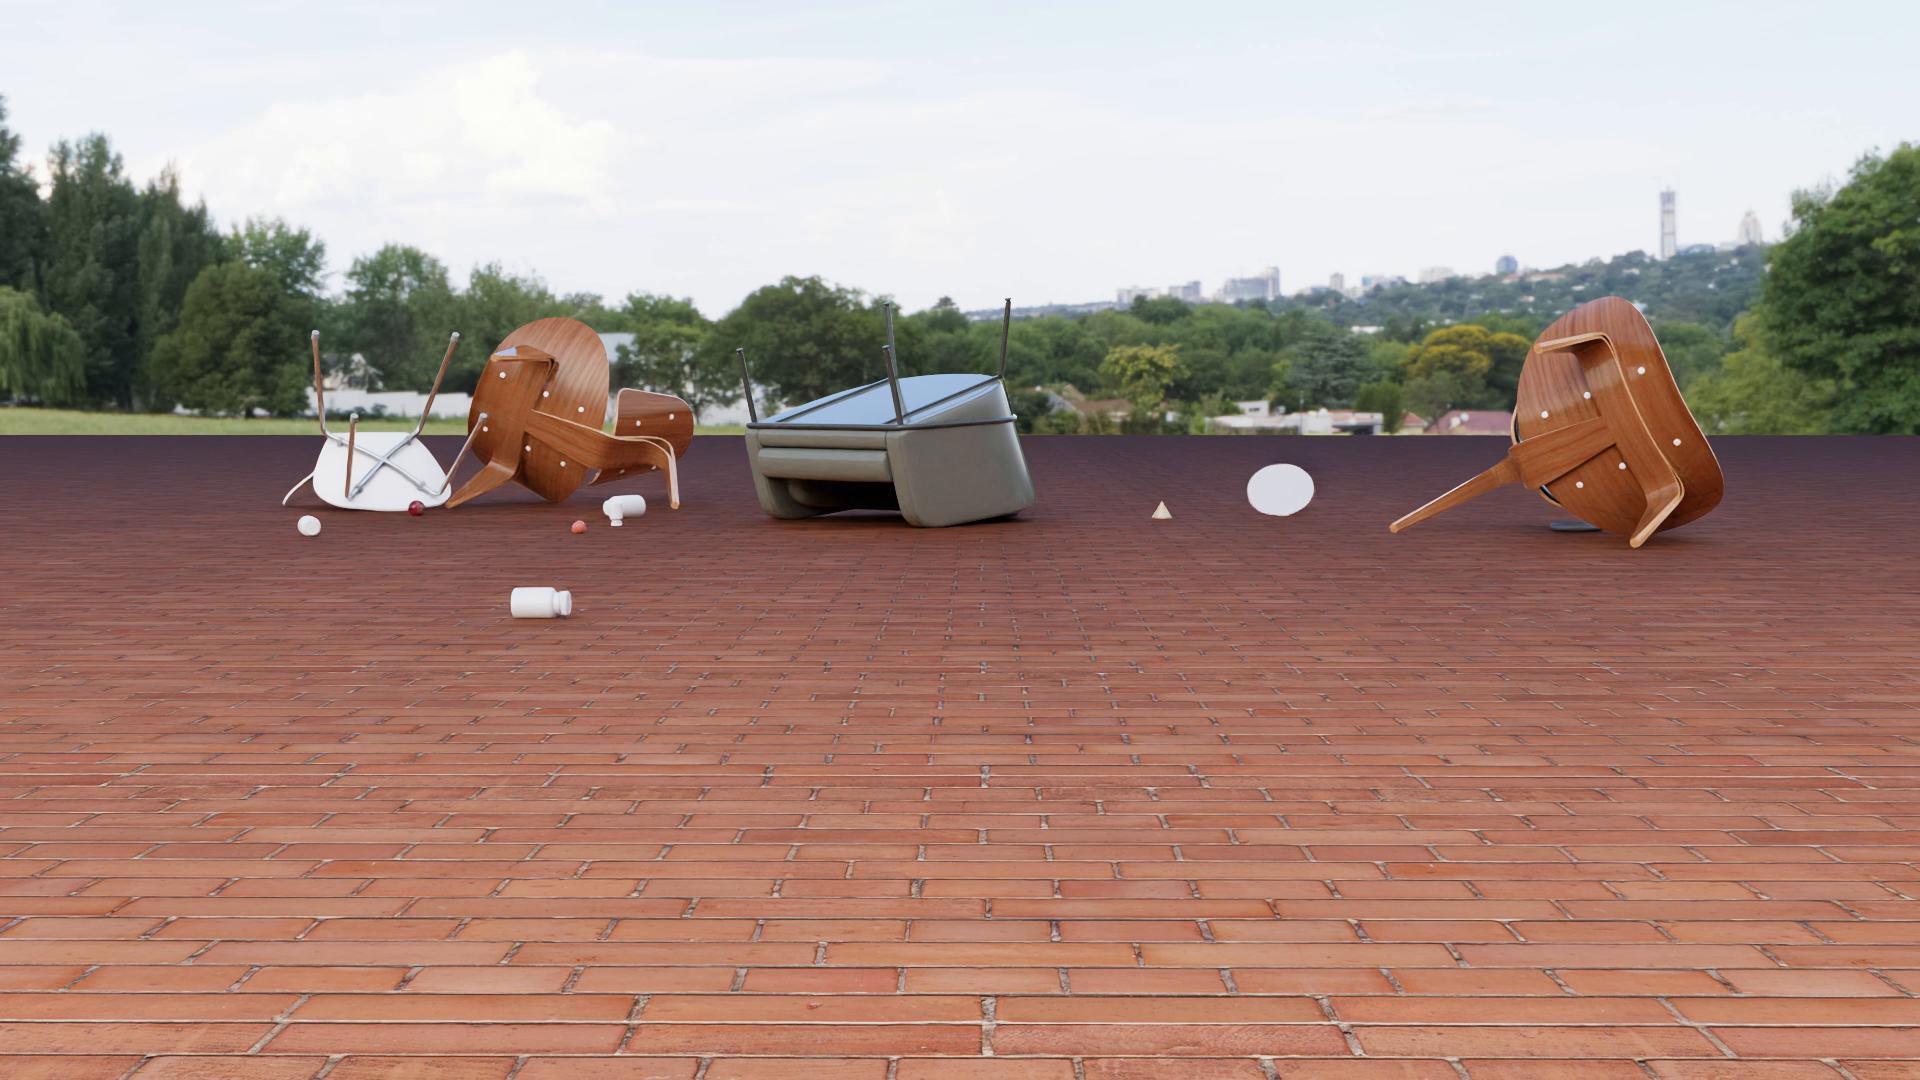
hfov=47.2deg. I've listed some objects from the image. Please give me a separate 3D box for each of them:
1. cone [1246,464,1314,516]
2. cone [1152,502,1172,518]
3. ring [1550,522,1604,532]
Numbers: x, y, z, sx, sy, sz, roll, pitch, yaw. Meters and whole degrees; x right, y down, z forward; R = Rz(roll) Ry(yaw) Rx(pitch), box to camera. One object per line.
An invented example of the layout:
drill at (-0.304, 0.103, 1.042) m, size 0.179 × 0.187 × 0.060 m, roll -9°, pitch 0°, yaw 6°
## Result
cone at (1.172, -0.138, 7.896) m, size 0.252 × 0.208 × 0.170 m, roll 14°, pitch -22°, yaw 32°
cone at (0.703, -0.106, 7.656) m, size 0.074 × 0.060 × 0.042 m, roll 1°, pitch 4°, yaw 13°
ring at (1.953, -0.043, 6.959) m, size 0.171 × 0.029 × 0.130 m, roll 1°, pitch 5°, yaw 2°
